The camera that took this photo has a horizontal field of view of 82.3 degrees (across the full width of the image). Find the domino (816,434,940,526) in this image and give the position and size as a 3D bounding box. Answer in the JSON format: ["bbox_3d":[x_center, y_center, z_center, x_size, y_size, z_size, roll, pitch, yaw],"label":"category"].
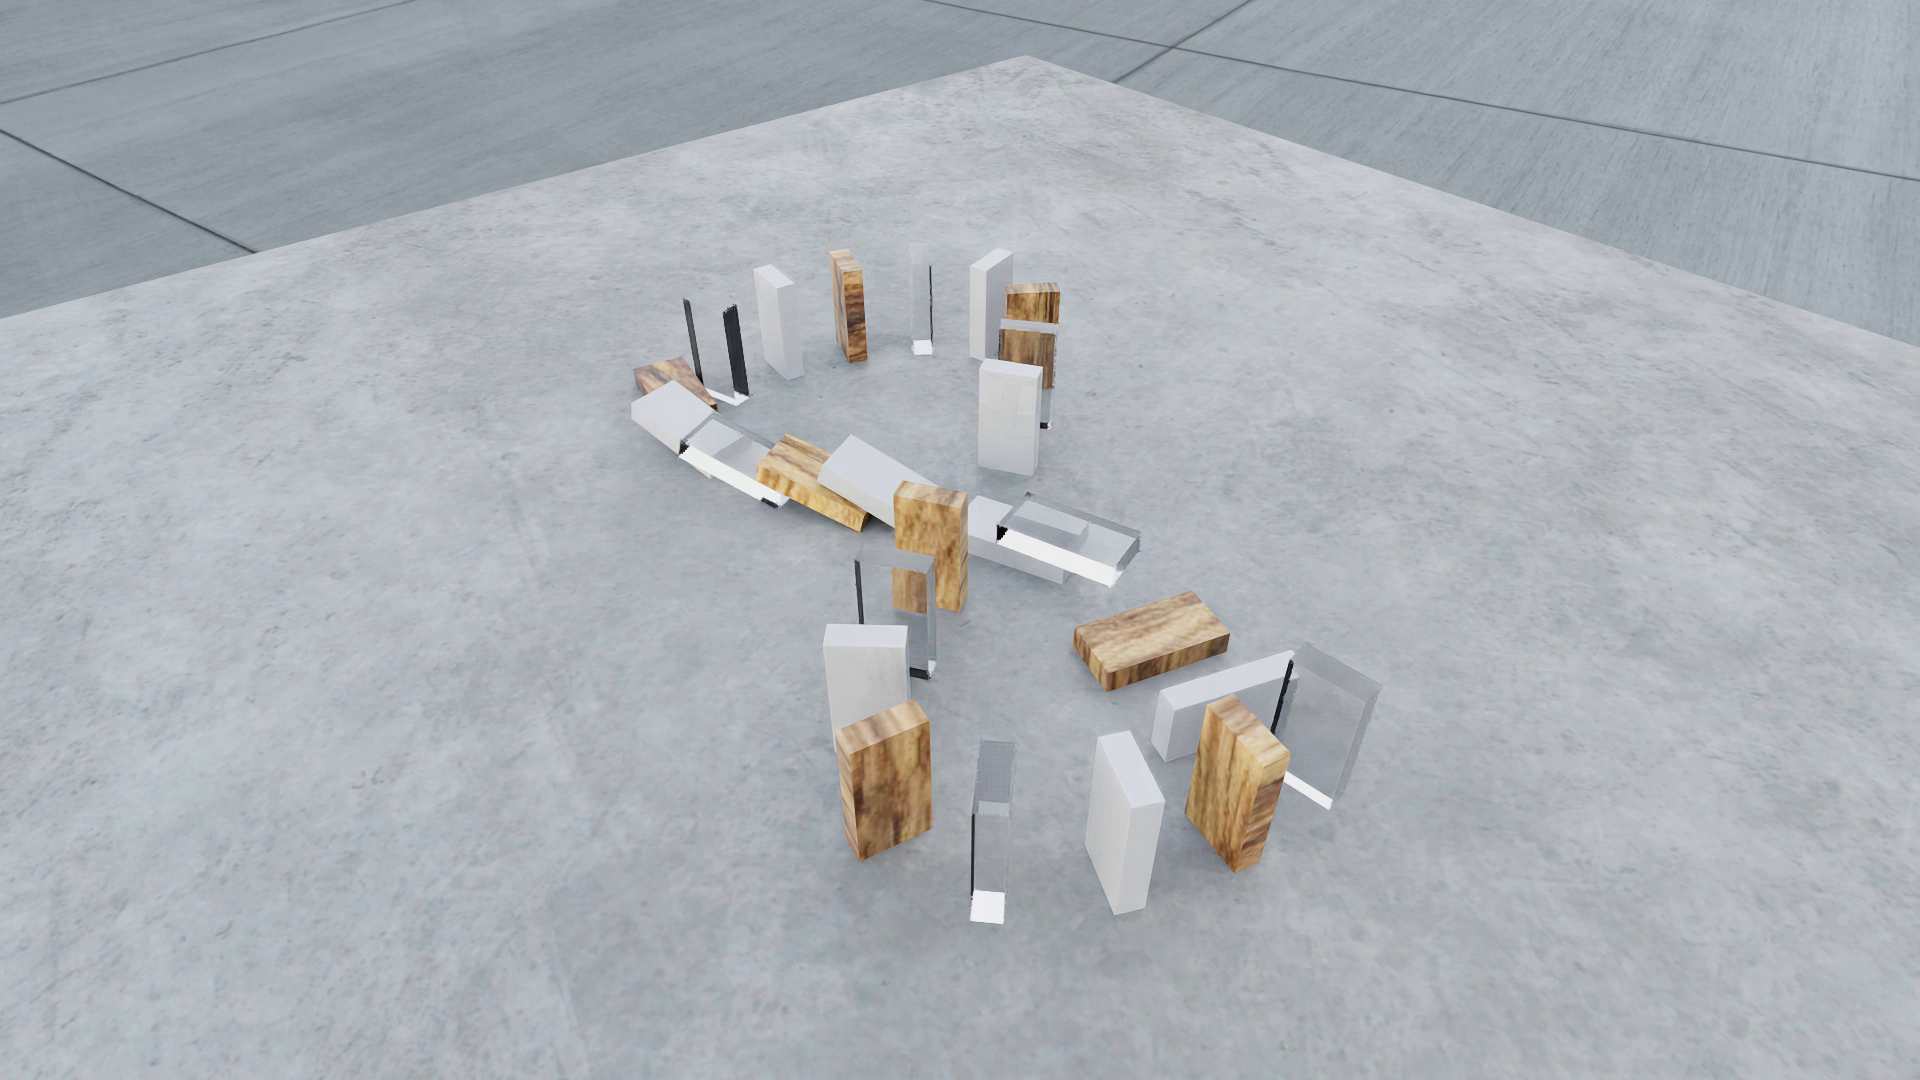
[{"bbox_3d":[-0.031,-0.022,0.456,0.050,0.010,0.025,31,44,4],"label":"domino"}]

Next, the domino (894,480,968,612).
[{"bbox_3d":[-0.010,0.003,0.408,0.025,0.050,0.009,12,41,14],"label":"domino"}]

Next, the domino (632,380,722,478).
[{"bbox_3d":[-0.121,-0.050,0.495,0.050,0.009,0.025,36,50,16],"label":"domino"}]

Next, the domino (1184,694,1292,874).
[{"bbox_3d":[0.081,0.072,0.323,0.009,0.050,0.025,-18,43,-21],"label":"domino"}]

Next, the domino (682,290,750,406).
[{"bbox_3d":[-0.115,-0.091,0.522,0.025,0.050,0.009,23,45,25],"label":"domino"}]

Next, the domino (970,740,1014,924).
[{"bbox_3d":[0.009,0.083,0.310,0.009,0.050,0.025,4,39,5],"label":"domino"}]

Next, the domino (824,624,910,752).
[{"bbox_3d":[-0.029,0.049,0.352,0.025,0.050,0.010,1,39,2],"label":"domino"}]

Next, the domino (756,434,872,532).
[{"bbox_3d":[-0.058,-0.025,0.464,0.050,0.010,0.025,26,44,7],"label":"domino"}]

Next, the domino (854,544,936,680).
[{"bbox_3d":[-0.022,0.025,0.380,0.025,0.050,0.009,10,40,12],"label":"domino"}]

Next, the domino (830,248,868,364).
[{"bbox_3d":[-0.056,-0.118,0.555,0.010,0.050,0.025,-13,41,-16],"label":"domino"}]

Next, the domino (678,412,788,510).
[{"bbox_3d":[-0.093,-0.035,0.475,0.050,0.010,0.025,28,45,8],"label":"domino"}]

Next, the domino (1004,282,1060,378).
[{"bbox_3d":[0.034,-0.099,0.532,0.025,0.050,0.009,-4,39,-5],"label":"domino"}]

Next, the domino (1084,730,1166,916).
[{"bbox_3d":[0.046,0.081,0.313,0.009,0.050,0.025,-10,40,-12],"label":"domino"}]

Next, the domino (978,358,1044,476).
[{"bbox_3d":[0.021,-0.053,0.476,0.025,0.050,0.009,11,41,13],"label":"domino"}]

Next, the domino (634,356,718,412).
[{"bbox_3d":[-0.137,-0.070,0.529,0.025,0.009,0.050,-20,43,-22],"label":"domino"}]

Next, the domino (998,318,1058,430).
[{"bbox_3d":[0.031,-0.076,0.504,0.025,0.050,0.010,7,40,9],"label":"domino"}]

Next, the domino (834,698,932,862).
[{"bbox_3d":[-0.022,0.071,0.324,0.025,0.050,0.010,-20,43,-22],"label":"domino"}]

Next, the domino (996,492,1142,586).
[{"bbox_3d":[0.042,-0.001,0.430,0.050,0.010,0.025,21,44,24],"label":"domino"}]

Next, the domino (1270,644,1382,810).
[{"bbox_3d":[0.111,0.058,0.340,0.025,0.050,0.010,31,49,32],"label":"domino"}]

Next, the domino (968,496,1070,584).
[{"bbox_3d":[0.024,-0.001,0.444,0.050,0.010,0.025,18,43,21],"label":"domino"}]

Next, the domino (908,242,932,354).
[{"bbox_3d":[-0.020,-0.123,0.562,0.010,0.050,0.025,-3,39,-4],"label":"domino"}]

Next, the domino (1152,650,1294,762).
[{"bbox_3d":[0.089,0.055,0.364,0.050,0.025,0.009,-14,41,-16],"label":"domino"}]

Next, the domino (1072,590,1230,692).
[{"bbox_3d":[0.069,0.036,0.399,0.050,0.010,0.025,-15,42,-18],"label":"domino"}]

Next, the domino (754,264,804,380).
[{"bbox_3d":[-0.089,-0.107,0.542,0.010,0.050,0.025,-23,45,-26],"label":"domino"}]

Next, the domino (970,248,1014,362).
[{"bbox_3d":[0.016,-0.119,0.556,0.009,0.050,0.025,23,45,26],"label":"domino"}]
